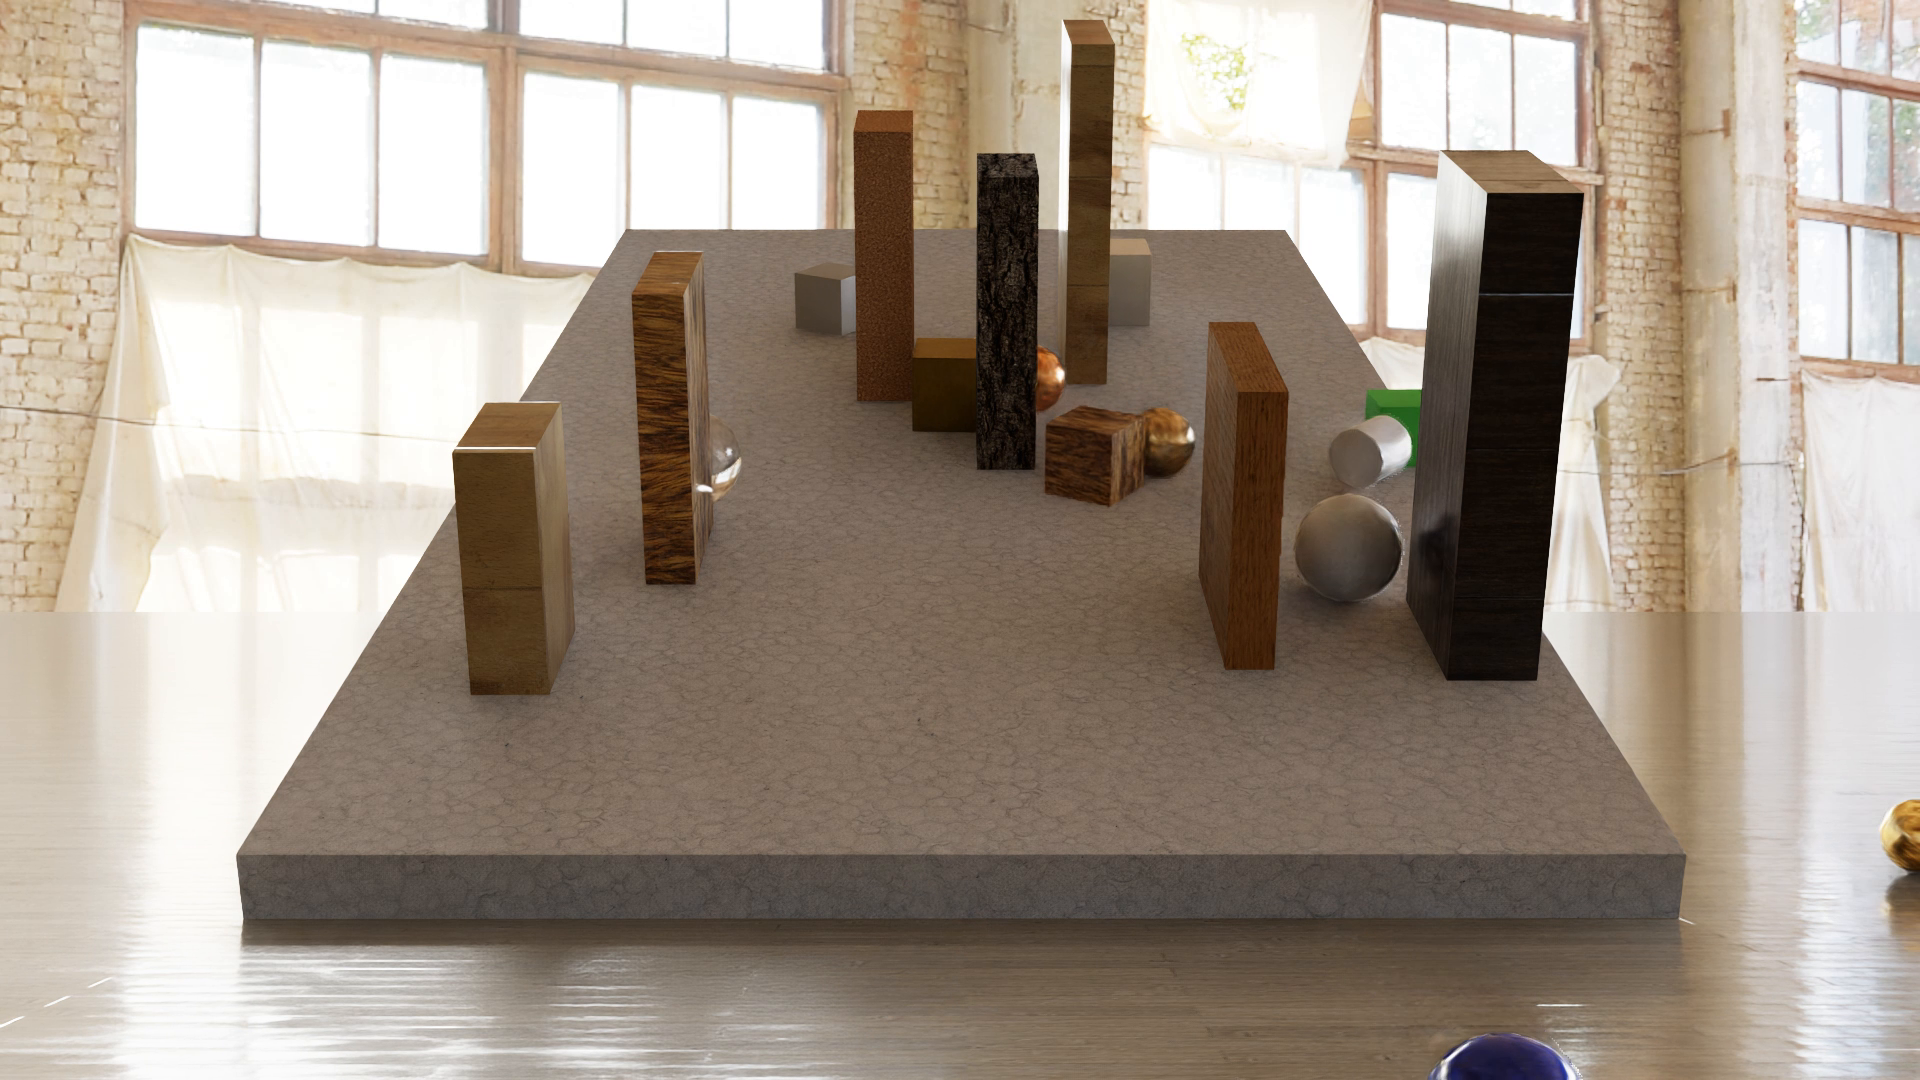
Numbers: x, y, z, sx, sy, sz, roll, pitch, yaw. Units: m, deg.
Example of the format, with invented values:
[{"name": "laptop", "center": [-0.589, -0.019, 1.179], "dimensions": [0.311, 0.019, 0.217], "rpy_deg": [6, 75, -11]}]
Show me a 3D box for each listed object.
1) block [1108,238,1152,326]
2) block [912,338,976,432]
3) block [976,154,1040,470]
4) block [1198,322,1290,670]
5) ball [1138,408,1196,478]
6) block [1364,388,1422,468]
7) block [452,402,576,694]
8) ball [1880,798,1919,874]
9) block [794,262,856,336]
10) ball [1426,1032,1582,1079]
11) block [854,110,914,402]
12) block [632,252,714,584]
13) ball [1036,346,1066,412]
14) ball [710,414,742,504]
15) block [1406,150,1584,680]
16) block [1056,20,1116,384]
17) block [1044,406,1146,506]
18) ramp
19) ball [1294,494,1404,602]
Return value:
[{"name": "block", "center": [0.391, -0.666, 5.857], "dimensions": [0.186, 0.186, 0.186], "rpy_deg": [0, 20, 0]}, {"name": "block", "center": [-0.016, -0.343, 5.001], "dimensions": [0.167, 0.167, 0.167], "rpy_deg": [1, 20, 3]}, {"name": "block", "center": [0.096, -0.477, 4.722], "dimensions": [0.121, 0.611, 0.257], "rpy_deg": [0, 20, 0]}, {"name": "block", "center": [0.476, -0.084, 3.850], "dimensions": [0.080, 0.475, 0.432], "rpy_deg": [0, 20, 0]}, {"name": "ball", "center": [0.409, -0.199, 4.643], "dimensions": [0.145, 0.145, 0.145], "rpy_deg": [0, -2, 0]}, {"name": "block", "center": [0.929, -0.236, 4.766], "dimensions": [0.131, 0.131, 0.131], "rpy_deg": [-1, 20, -3]}, {"name": "block", "center": [-0.720, 0.010, 3.687], "dimensions": [0.125, 0.407, 0.273], "rpy_deg": [0, 20, 0]}, {"name": "ball", "center": [1.564, 0.483, 3.700], "dimensions": [0.120, 0.120, 0.120], "rpy_deg": [0, -2, 0]}, {"name": "block", "center": [-0.320, -0.615, 5.777], "dimensions": [0.143, 0.143, 0.143], "rpy_deg": [12, 23, 30]}, {"name": "ball", "center": [0.397, 0.422, 1.650], "dimensions": [0.124, 0.124, 0.124], "rpy_deg": [0, -2, 0]}, {"name": "block", "center": [-0.171, -0.653, 5.199], "dimensions": [0.126, 0.614, 0.282], "rpy_deg": [0, 20, 0]}, {"name": "block", "center": [-0.522, -0.228, 4.151], "dimensions": [0.089, 0.535, 0.331], "rpy_deg": [0, 20, 0]}, {"name": "ball", "center": [0.160, -0.360, 5.069], "dimensions": [0.153, 0.153, 0.153], "rpy_deg": [0, -2, 0]}, {"name": "ball", "center": [-0.527, -0.159, 4.457], "dimensions": [0.194, 0.194, 0.194], "rpy_deg": [0, -2, 0]}, {"name": "block", "center": [0.865, -0.208, 3.717], "dimensions": [0.146, 0.800, 0.354], "rpy_deg": [0, 20, 0]}, {"name": "block", "center": [0.294, -0.805, 5.368], "dimensions": [0.097, 0.784, 0.425], "rpy_deg": [0, 20, 0]}, {"name": "block", "center": [0.272, -0.170, 4.560], "dimensions": [0.148, 0.148, 0.148], "rpy_deg": [12, 23, 29]}, {"name": "ramp", "center": [-0.005, -0.208, 5.021], "dimensions": [2.000, 0.100, 4.000], "rpy_deg": [0, 20, 0]}, {"name": "ball", "center": [0.684, 0.014, 3.997], "dimensions": [0.190, 0.190, 0.190], "rpy_deg": [0, -2, 0]}]
